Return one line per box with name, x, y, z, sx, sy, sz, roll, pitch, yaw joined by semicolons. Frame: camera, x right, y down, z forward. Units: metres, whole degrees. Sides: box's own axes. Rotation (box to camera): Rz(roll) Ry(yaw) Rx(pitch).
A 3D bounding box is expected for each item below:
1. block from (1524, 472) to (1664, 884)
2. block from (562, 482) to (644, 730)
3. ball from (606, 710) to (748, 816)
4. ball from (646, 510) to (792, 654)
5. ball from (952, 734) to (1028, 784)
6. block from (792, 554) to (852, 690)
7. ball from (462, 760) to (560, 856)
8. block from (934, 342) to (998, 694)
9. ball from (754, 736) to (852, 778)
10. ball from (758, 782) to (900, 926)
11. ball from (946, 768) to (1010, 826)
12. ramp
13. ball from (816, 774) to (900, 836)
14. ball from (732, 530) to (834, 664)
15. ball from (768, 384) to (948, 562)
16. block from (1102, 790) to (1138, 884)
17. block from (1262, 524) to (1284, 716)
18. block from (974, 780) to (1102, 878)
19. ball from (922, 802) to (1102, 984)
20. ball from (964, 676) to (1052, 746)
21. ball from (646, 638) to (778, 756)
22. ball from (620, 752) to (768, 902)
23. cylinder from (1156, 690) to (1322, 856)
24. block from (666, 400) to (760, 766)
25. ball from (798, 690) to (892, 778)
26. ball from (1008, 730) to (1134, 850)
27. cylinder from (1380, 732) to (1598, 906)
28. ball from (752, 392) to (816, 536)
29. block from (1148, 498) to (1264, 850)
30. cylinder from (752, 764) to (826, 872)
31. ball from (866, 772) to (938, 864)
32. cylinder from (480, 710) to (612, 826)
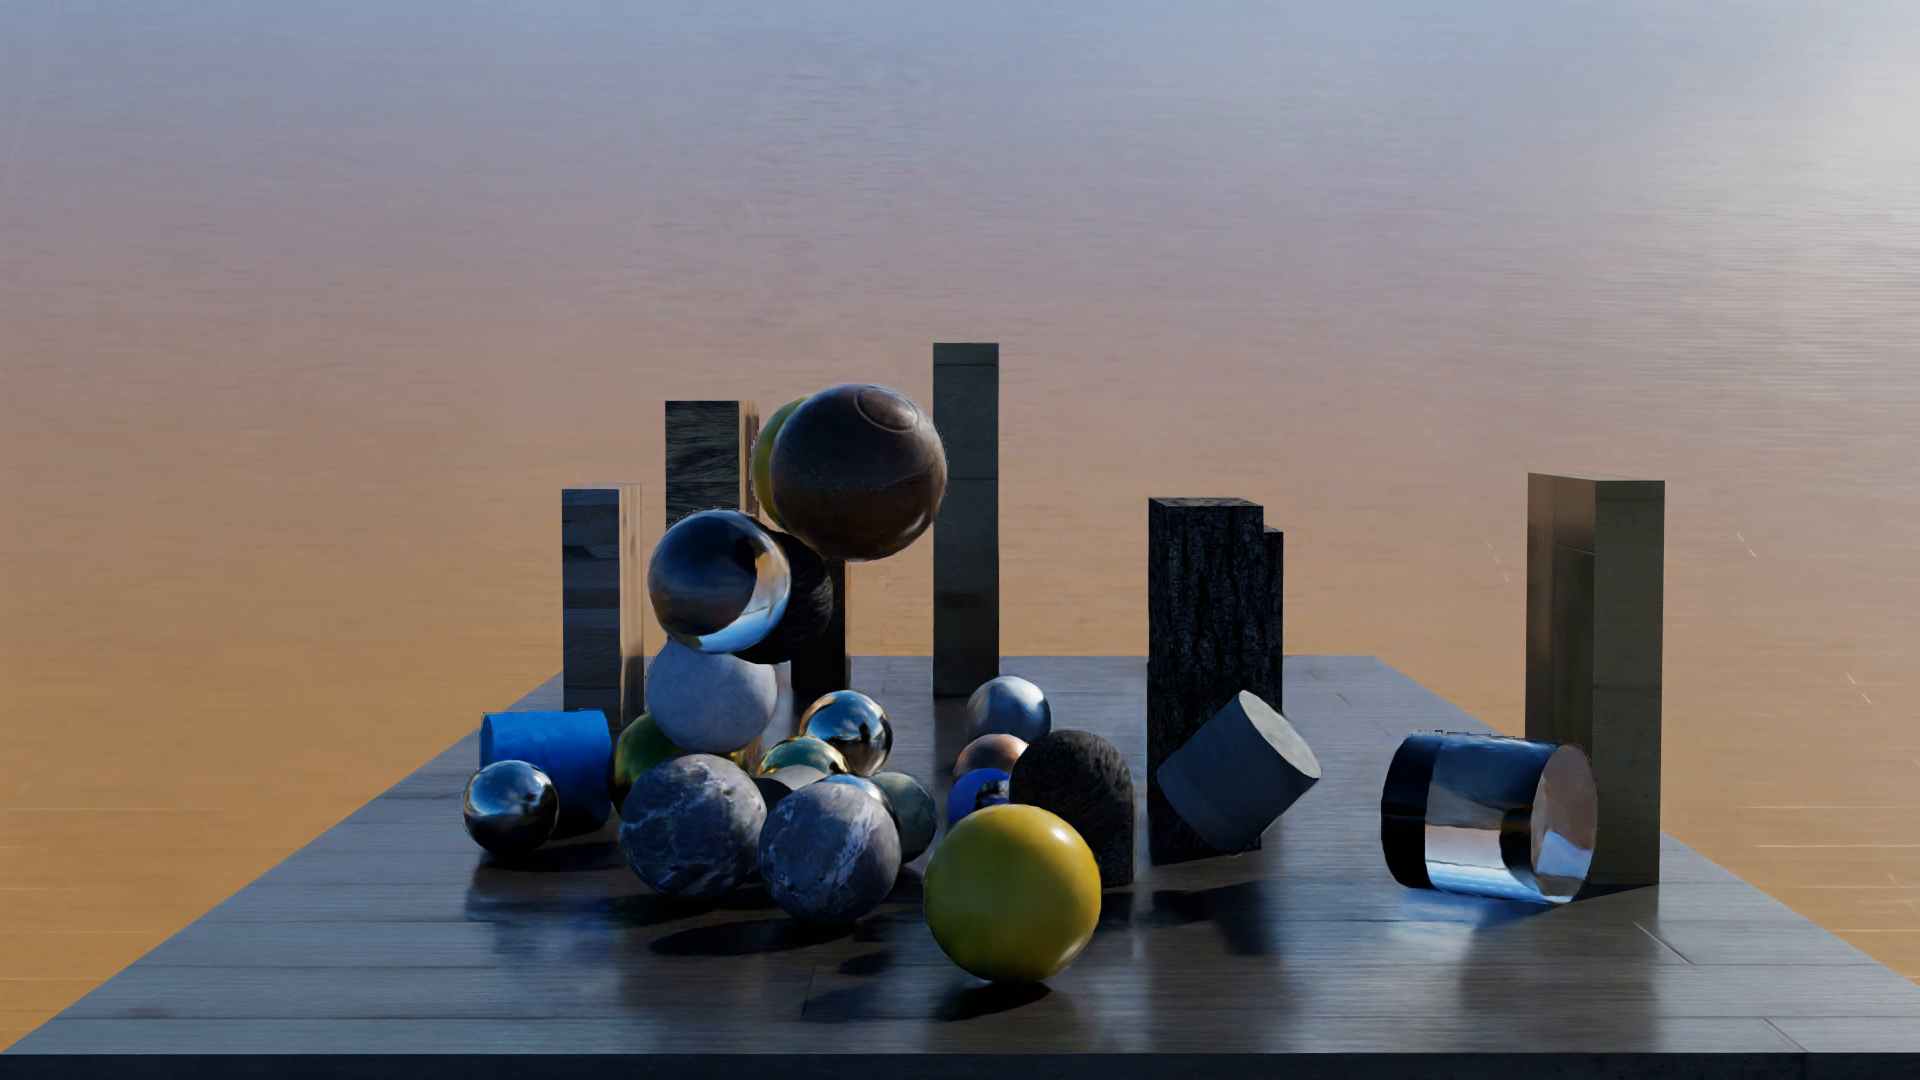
block;0.884;0.179;3.607;0.092;0.537;0.401;0;3;0
block;-0.721;0.127;5.213;0.112;0.473;0.380;0;3;0
ball;-0.408;0.340;3.722;0.205;0.205;0.205;0;21;0
ball;-0.242;0.042;2.585;0.147;0.147;0.147;0;21;0
ball;0.058;0.363;3.909;0.138;0.138;0.138;0;21;0
block;-0.315;0.023;5.862;0.120;0.612;0.290;0;3;0
ball;-0.635;0.379;3.637;0.137;0.137;0.137;0;21;0
block;0.013;-0.053;5.767;0.143;0.772;0.246;0;3;0
ball;-0.232;0.364;3.809;0.148;0.148;0.148;0;21;0
ball;-0.161;0.384;3.155;0.176;0.176;0.176;0;21;0
ball;0.039;0.385;3.691;0.117;0.117;0.117;0;21;0
ramp;0.050;0.449;4.532;2.000;0.100;4.000;0;3;0
ball;-0.155;0.385;3.403;0.149;0.149;0.149;0;21;0
ball;-0.206;0.061;2.742;0.143;0.143;0.143;0;21;0
ball;-0.099;-0.065;2.491;0.173;0.173;0.173;0;21;0
block;0.183;0.400;3.480;0.109;0.109;0.109;0;3;7
block;0.502;0.181;4.775;0.145;0.411;0.393;0;3;0
block;0.101;0.392;3.246;0.152;0.152;0.152;0;3;5
ball;0.058;0.390;2.837;0.199;0.199;0.199;0;21;0
ball;0.085;0.320;4.567;0.155;0.155;0.155;0;21;0
ball;-0.329;0.200;3.412;0.173;0.173;0.173;0;21;0
ball;-0.342;0.369;3.307;0.191;0.191;0.191;0;21;0
cylinder;0.364;0.305;3.362;0.153;0.153;0.153;41;16;-15
block;-0.436;0.075;4.577;0.125;0.644;0.443;0;3;0
ball;-0.193;0.331;4.318;0.159;0.159;0.159;0;21;0
ball;0.133;0.303;3.090;0.150;0.150;0.150;0;21;0
cylinder;0.686;0.359;3.330;0.207;0.207;0.207;2;19;37
ball;-0.142;-0.077;2.761;0.164;0.164;0.164;0;21;0
block;0.363;0.189;3.841;0.139;0.493;0.332;0;3;0
cylinder;-0.246;0.385;3.568;0.130;0.130;0.130;8;6;19
ball;-0.095;0.386;3.563;0.129;0.129;0.129;0;21;0
cylinder;-0.626;0.347;3.885;0.172;0.172;0.172;-1;21;-18
